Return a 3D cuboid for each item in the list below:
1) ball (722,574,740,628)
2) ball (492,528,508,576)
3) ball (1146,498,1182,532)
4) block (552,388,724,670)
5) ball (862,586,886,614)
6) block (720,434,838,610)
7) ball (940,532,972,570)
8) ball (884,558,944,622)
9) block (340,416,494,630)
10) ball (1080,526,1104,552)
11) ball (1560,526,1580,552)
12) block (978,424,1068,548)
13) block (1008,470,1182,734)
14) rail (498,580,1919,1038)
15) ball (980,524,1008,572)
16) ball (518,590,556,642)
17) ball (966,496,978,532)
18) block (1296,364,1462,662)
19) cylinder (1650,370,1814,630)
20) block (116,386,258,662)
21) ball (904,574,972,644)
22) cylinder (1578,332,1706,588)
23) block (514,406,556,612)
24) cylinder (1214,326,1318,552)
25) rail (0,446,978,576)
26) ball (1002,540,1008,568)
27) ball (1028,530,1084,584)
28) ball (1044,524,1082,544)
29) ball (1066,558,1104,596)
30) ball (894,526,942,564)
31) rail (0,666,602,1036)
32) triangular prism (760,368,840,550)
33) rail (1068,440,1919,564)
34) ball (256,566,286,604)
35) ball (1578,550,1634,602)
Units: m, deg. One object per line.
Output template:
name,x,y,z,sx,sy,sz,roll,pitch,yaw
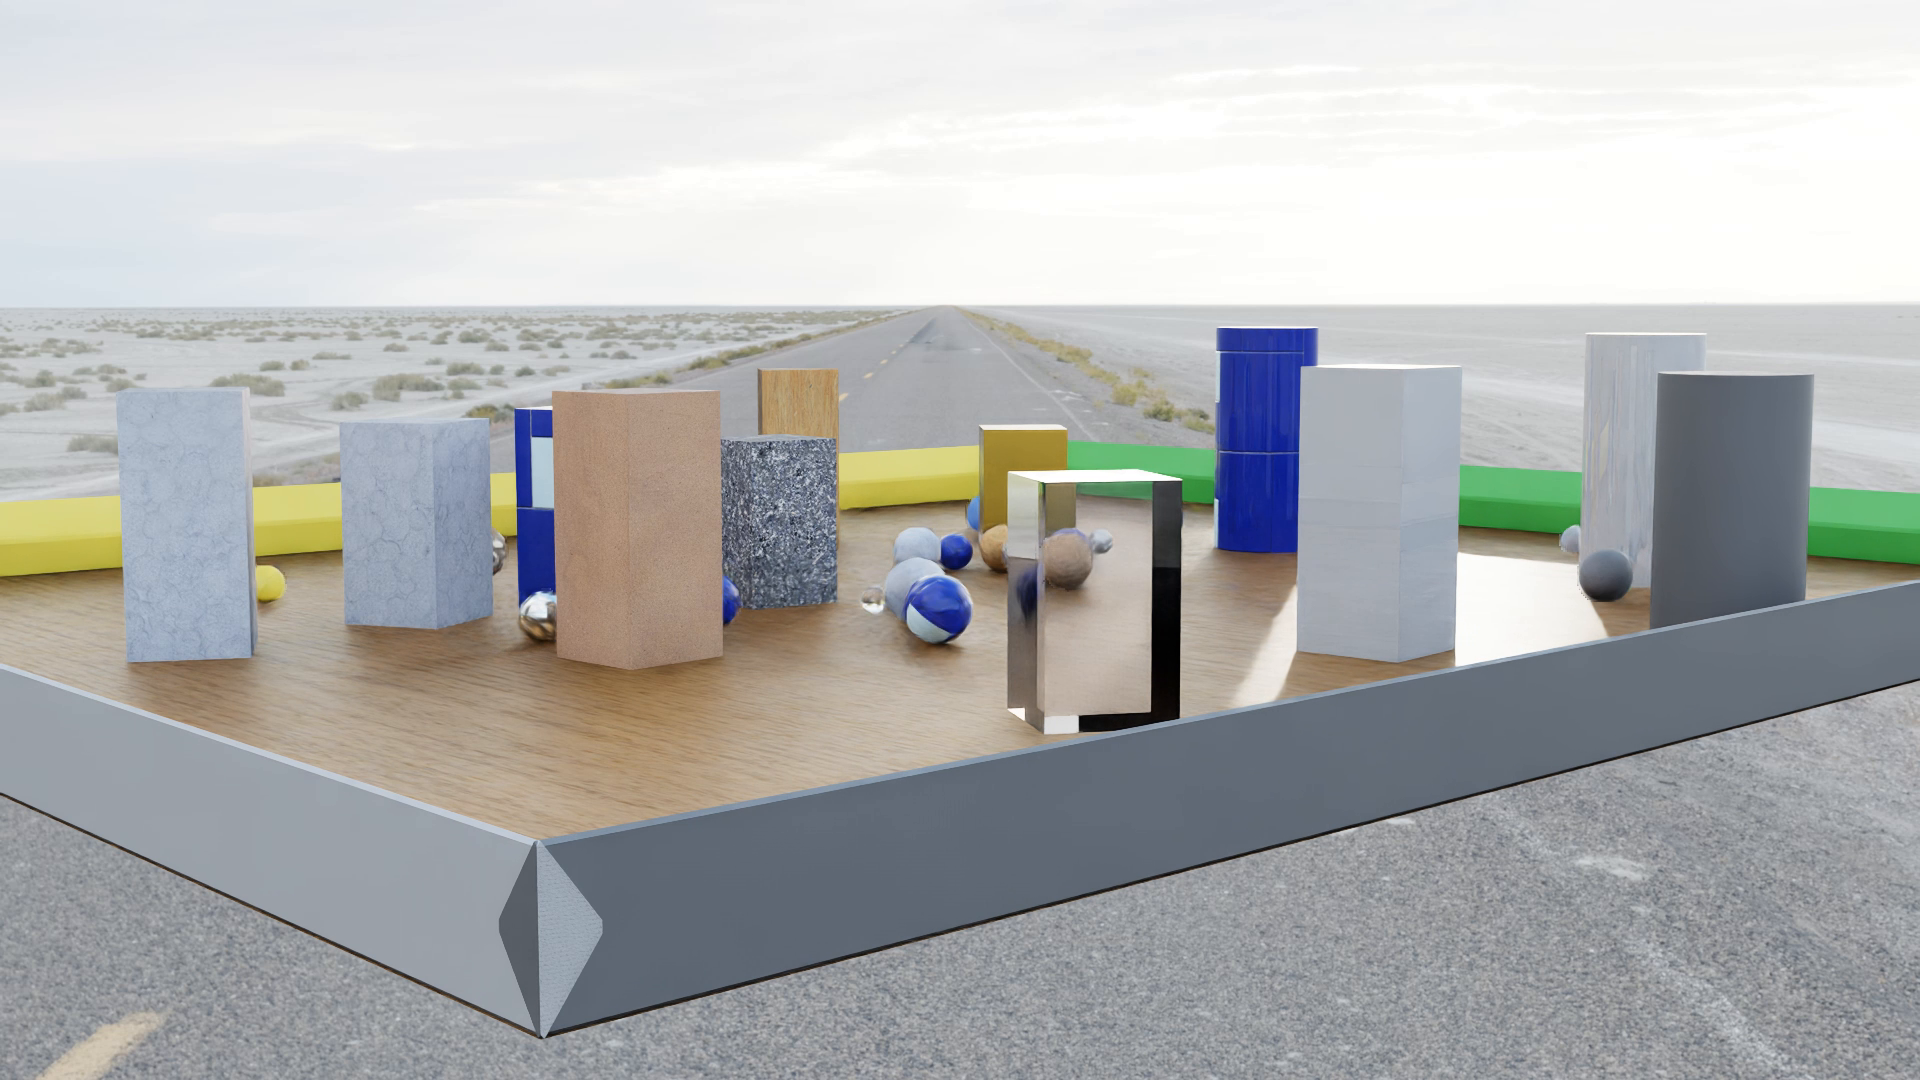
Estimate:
ball,-0.344,0.084,3.043,0.079,0.079,0.079,0,6,0
ball,-0.787,0.019,3.593,0.093,0.093,0.093,0,6,0
ball,0.402,-0.049,4.344,0.069,0.069,0.069,0,6,0
block,-0.409,-0.020,2.792,0.149,0.339,0.149,6,8,42
ball,-0.124,0.087,3.206,0.040,0.040,0.040,0,6,0
block,-0.291,-0.031,3.331,0.149,0.248,0.149,-5,8,-37
ball,-0.010,0.019,3.732,0.063,0.063,0.063,0,6,0
ball,-0.061,0.072,3.095,0.093,0.093,0.093,0,6,0
block,-0.771,-0.028,3.128,0.149,0.285,0.149,2,6,19
ball,0.235,-0.003,3.934,0.045,0.045,0.045,0,6,0
ball,1.117,-0.001,3.994,0.049,0.049,0.049,0,6,0
block,0.113,-0.091,3.996,0.149,0.228,0.149,0,6,-3
block,0.143,0.062,2.374,0.149,0.264,0.149,-1,6,-14
rail,0.868,0.131,2.397,3.101,0.121,0.045,-6,8,-42
ball,0.072,0.014,3.712,0.079,0.079,0.079,0,6,0
ball,-0.552,0.102,2.926,0.070,0.070,0.070,0,6,0
ball,0.051,-0.052,4.339,0.077,0.077,0.077,0,6,0
block,0.542,-0.040,2.846,0.149,0.368,0.149,5,8,41
cylinder,0.979,-0.031,2.796,0.187,0.361,0.187,0,6,0
block,-0.994,-0.025,2.837,0.149,0.339,0.149,-2,6,-14
ball,-0.029,0.091,2.916,0.092,0.092,0.092,0,6,0
cylinder,1.105,-0.133,3.563,0.187,0.401,0.187,0,6,0
block,-0.527,-0.038,3.143,0.149,0.302,0.149,3,7,24
cylinder,0.565,-0.189,4.064,0.187,0.407,0.187,0,6,0
rail,-0.868,-0.068,4.268,3.101,0.121,0.045,-6,8,-42
ball,0.108,0.023,3.631,0.076,0.076,0.076,0,6,0
ball,0.154,0.027,3.536,0.089,0.089,0.089,0,6,0
ball,0.172,0.011,3.751,0.075,0.075,0.075,0,6,0
ball,0.193,0.056,3.397,0.060,0.060,0.060,0,6,0
ball,-0.071,0.018,3.663,0.081,0.081,0.081,0,6,0
rail,-1.122,0.141,2.303,0.045,0.121,2.607,-6,8,-42
triangular prism,-0.328,-0.148,4.037,0.162,0.332,0.140,-5,8,-38
rail,1.122,-0.078,4.362,0.045,0.121,2.607,-6,8,-42
ball,-1.048,0.066,3.316,0.057,0.057,0.057,0,6,0
ball,0.977,0.054,3.327,0.080,0.080,0.080,0,6,0
